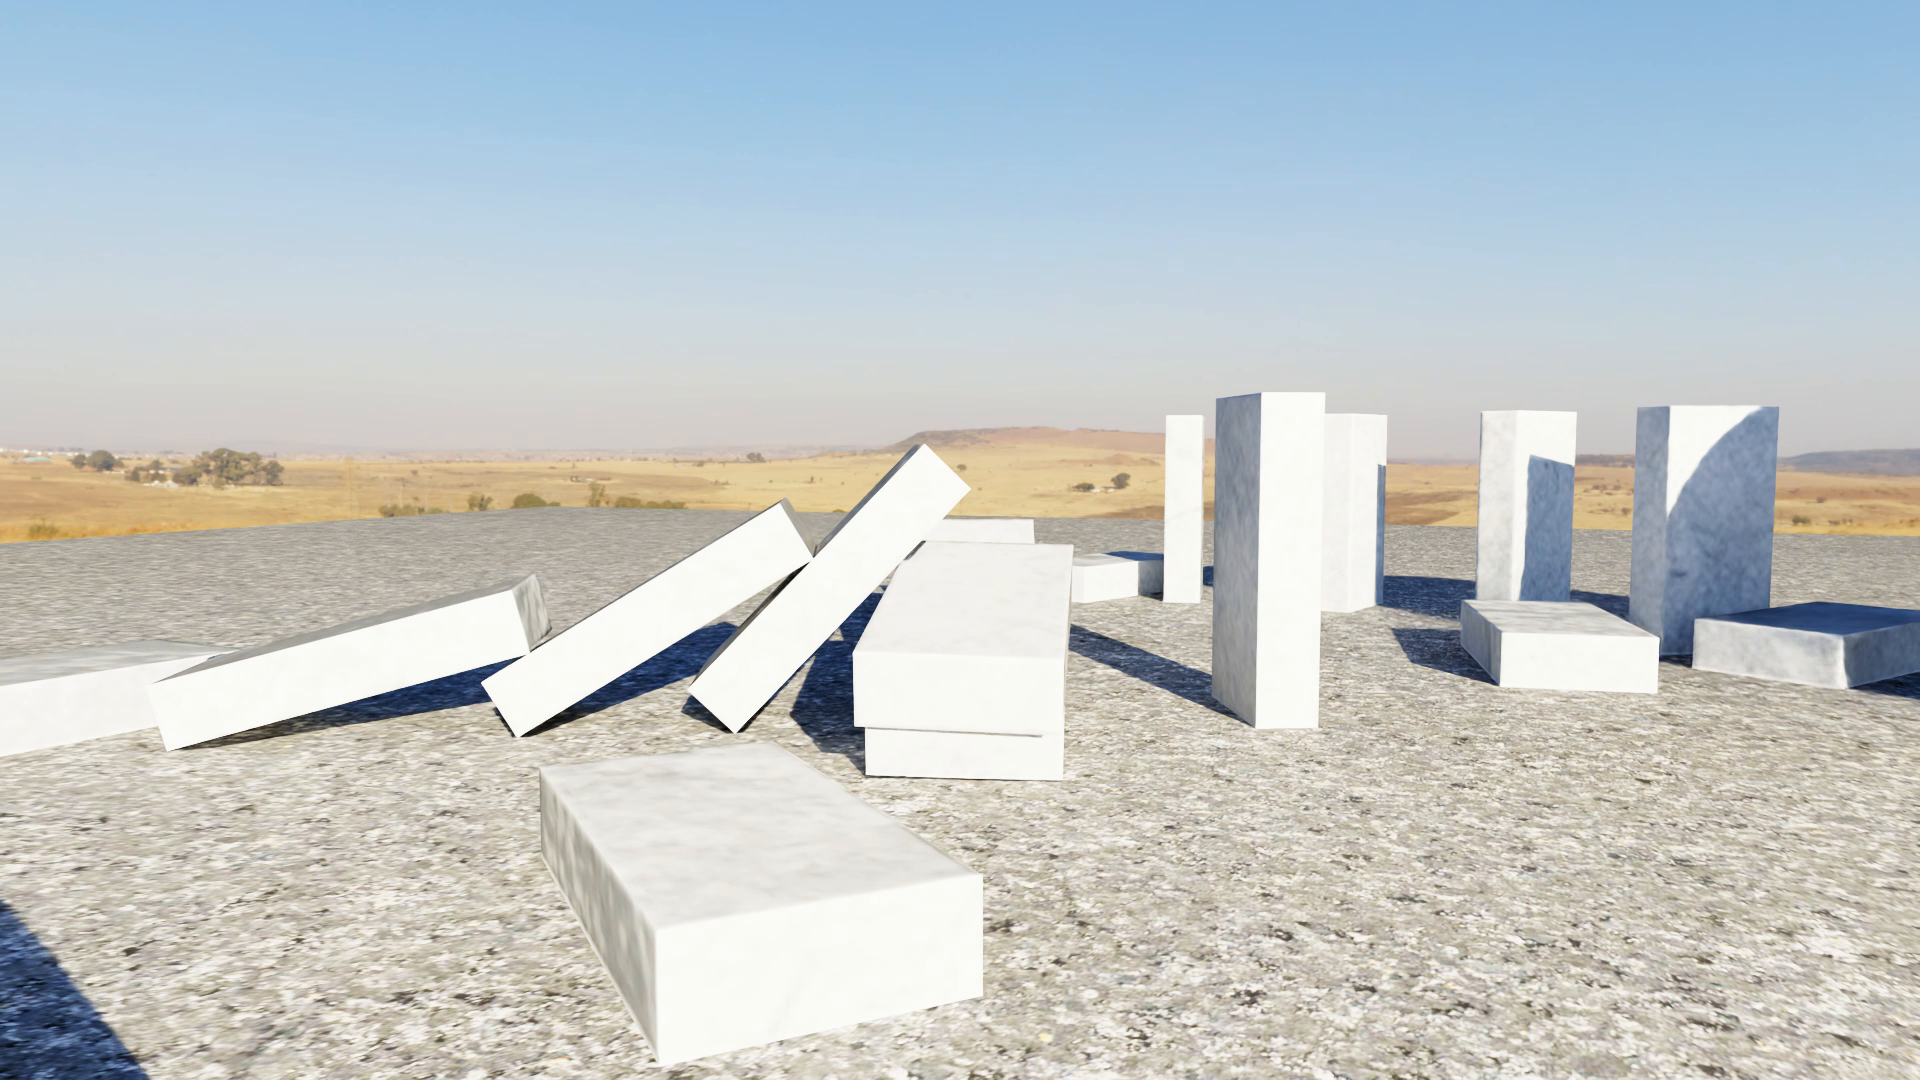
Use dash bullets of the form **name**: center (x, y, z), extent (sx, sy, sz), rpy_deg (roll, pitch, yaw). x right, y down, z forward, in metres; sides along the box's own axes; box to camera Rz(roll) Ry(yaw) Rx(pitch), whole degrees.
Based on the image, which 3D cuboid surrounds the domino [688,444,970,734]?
- **domino**: center (-0.020, 0.006, 0.201), extent (0.010, 0.050, 0.025), rpy_deg (44, 0, -7)

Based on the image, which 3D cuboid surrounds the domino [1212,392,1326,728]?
- **domino**: center (0.048, 0.002, 0.203), extent (0.009, 0.050, 0.025), rpy_deg (0, 4, -4)

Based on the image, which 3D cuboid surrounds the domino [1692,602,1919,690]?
- **domino**: center (0.167, 0.019, 0.246), extent (0.050, 0.009, 0.025), rpy_deg (-3, 5, -33)

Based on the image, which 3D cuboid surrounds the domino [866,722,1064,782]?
- **domino**: center (0.002, 0.019, 0.185), extent (0.025, 0.009, 0.050), rpy_deg (1, 16, 4)

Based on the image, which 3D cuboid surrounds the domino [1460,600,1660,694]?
- **domino**: center (0.113, 0.019, 0.246), extent (0.025, 0.010, 0.050), rpy_deg (1, 4, 14)

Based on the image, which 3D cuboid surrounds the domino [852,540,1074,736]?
- **domino**: center (0.002, 0.012, 0.176), extent (0.025, 0.009, 0.050), rpy_deg (2, 16, 6)

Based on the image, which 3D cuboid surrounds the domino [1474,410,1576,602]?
- **domino**: center (0.134, -0.005, 0.303), extent (0.025, 0.050, 0.009), rpy_deg (-3, 5, -36)

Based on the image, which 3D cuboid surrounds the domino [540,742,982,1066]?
- **domino**: center (-0.021, 0.029, 0.115), extent (0.025, 0.009, 0.050), rpy_deg (-2, 5, -27)

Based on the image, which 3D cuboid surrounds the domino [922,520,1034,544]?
- **domino**: center (0.001, 0.011, 0.233), extent (0.025, 0.009, 0.050), rpy_deg (0, 26, 1)

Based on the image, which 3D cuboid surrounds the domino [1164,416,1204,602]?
- **domino**: center (0.062, -0.009, 0.355), extent (0.009, 0.050, 0.025), rpy_deg (1, 4, 12)

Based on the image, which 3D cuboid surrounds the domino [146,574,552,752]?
- **domino**: center (-0.090, 0.017, 0.193), extent (0.050, 0.009, 0.025), rpy_deg (-15, 7, -9)

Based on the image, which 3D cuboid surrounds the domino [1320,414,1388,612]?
- **domino**: center (0.102, -0.008, 0.335), extent (0.010, 0.050, 0.025), rpy_deg (3, 5, 37)

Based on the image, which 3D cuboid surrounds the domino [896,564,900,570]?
- **domino**: center (0.000, 0.011, 0.259), extent (0.025, 0.010, 0.050), rpy_deg (0, 23, 2)

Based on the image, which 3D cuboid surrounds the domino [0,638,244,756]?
- **domino**: center (-0.137, 0.024, 0.190), extent (0.025, 0.010, 0.050), rpy_deg (2, 5, 27)

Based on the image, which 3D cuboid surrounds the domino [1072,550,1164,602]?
- **domino**: center (0.042, 0.010, 0.370), extent (0.025, 0.009, 0.050), rpy_deg (4, 6, 44)

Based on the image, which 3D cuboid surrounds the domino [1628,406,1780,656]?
- **domino**: center (0.153, -0.002, 0.264), extent (0.025, 0.050, 0.010), rpy_deg (-1, 4, -11)

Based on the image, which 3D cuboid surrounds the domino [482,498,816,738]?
- **domino**: center (-0.046, 0.011, 0.199), extent (0.050, 0.009, 0.025), rpy_deg (-31, 6, -2)
